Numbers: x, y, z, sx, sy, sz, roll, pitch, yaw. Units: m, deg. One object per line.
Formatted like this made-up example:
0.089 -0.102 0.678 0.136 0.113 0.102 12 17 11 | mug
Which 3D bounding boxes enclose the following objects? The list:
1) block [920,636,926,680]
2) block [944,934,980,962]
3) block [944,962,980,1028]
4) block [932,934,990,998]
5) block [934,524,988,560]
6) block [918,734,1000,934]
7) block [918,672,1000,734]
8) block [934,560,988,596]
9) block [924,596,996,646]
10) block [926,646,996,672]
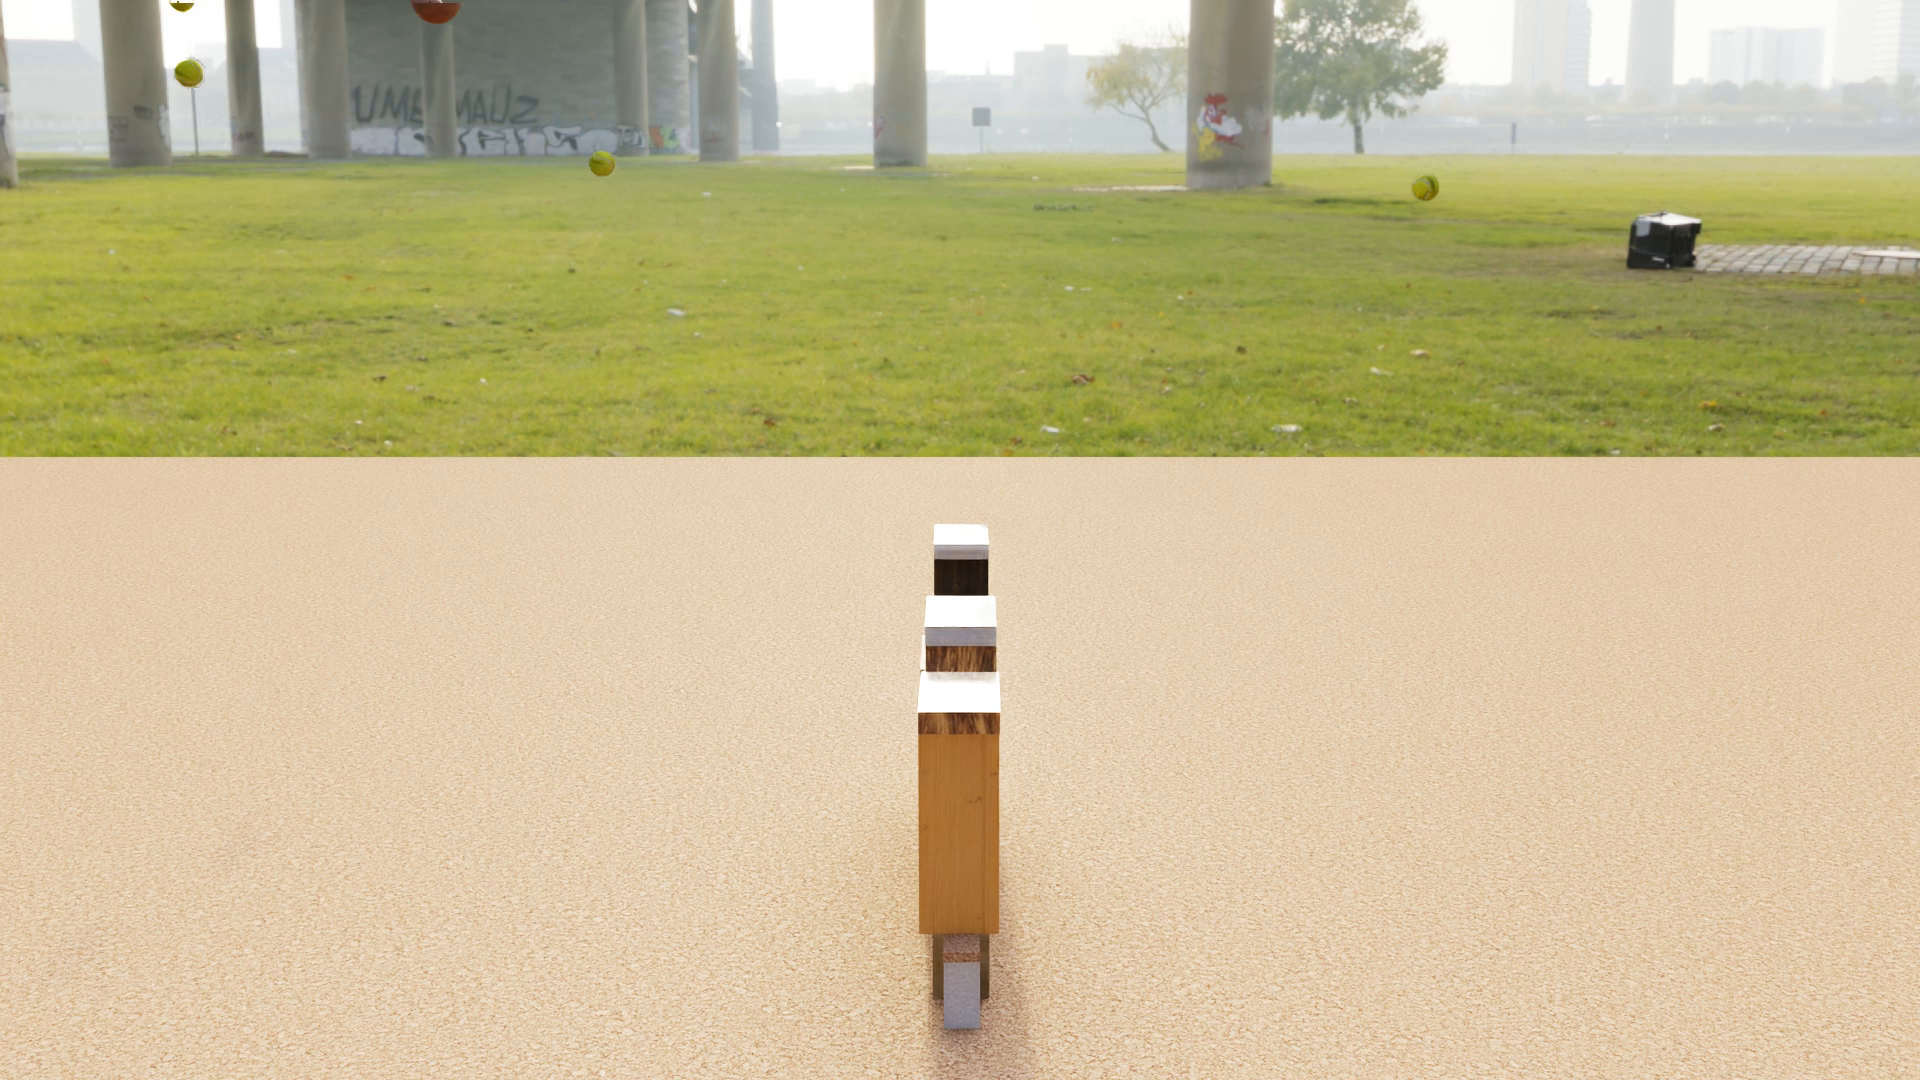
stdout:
-0.003 0.224 4.045 0.136 0.039 0.272 0 11 0 | block
0.002 0.577 3.138 0.051 0.015 0.103 0 10 0 | block
0.003 0.641 3.115 0.051 0.103 0.015 0 11 0 | block
0.002 0.588 3.225 0.083 0.166 0.023 0 11 0 | block
0.002 0.003 3.991 0.097 0.028 0.194 0 11 0 | block
-0.002 0.414 3.147 0.115 0.302 0.033 0 10 0 | block
-0.001 0.235 3.192 0.115 0.033 0.230 0 10 0 | block
0.002 0.124 3.947 0.097 0.194 0.028 0 11 0 | block
0.001 0.128 3.511 0.111 0.031 0.222 0 11 0 | block
0.002 0.267 3.461 0.111 0.222 0.031 0 11 0 | block
